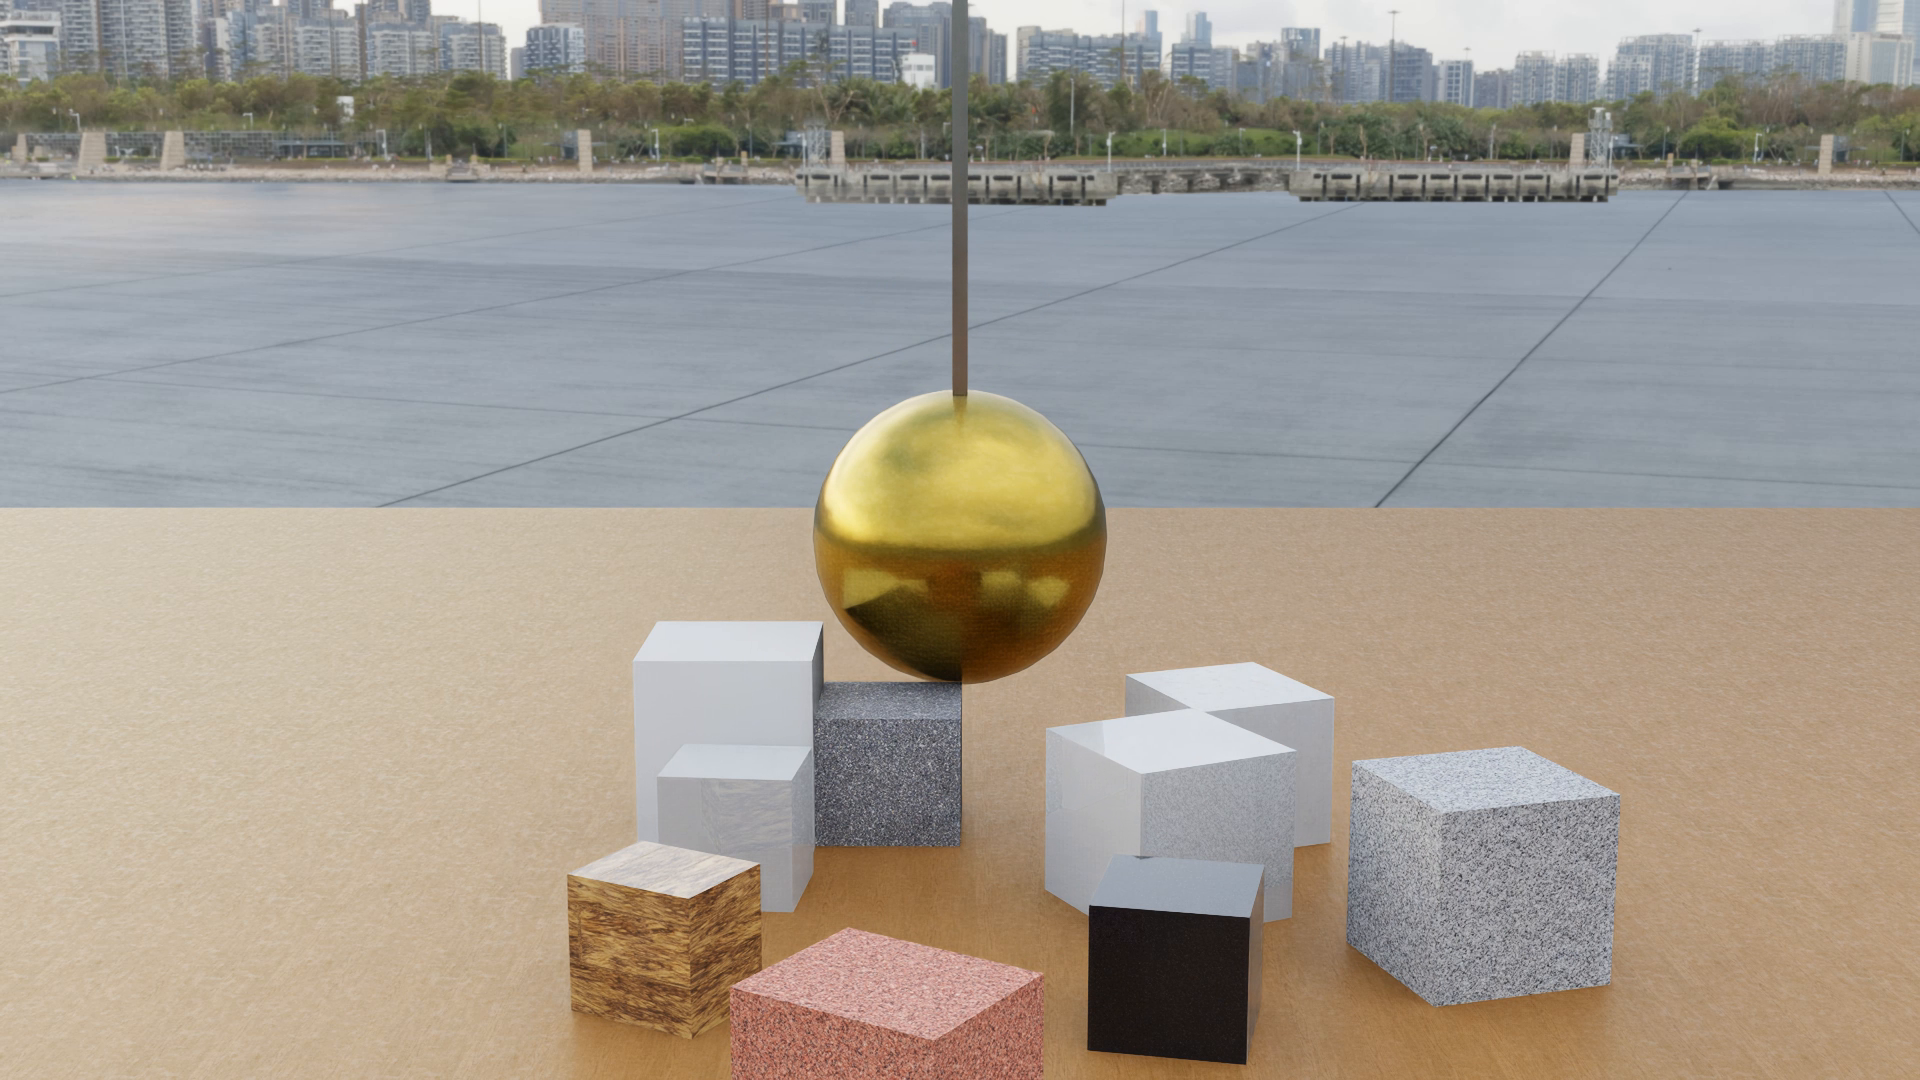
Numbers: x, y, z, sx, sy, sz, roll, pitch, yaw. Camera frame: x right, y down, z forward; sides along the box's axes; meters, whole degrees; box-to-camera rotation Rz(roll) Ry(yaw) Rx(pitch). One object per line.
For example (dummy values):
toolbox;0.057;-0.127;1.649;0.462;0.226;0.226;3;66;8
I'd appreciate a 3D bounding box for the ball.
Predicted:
ball;0.000;-0.017;11.925;1.600;1.600;1.600;0;10;0

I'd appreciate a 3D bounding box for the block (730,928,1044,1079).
block;-0.236;1.832;7.286;0.798;0.789;0.659;7;12;32

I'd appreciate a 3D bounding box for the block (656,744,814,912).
block;-1.050;1.349;10.380;0.625;0.631;0.565;1;10;6

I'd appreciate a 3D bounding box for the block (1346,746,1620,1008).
block;2.227;1.420;9.440;0.830;0.829;0.786;-3;11;-17

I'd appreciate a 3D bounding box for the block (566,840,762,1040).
block;-1.204;1.624;9.003;0.606;0.584;0.493;6;12;29

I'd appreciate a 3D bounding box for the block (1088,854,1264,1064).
block;0.870;1.659;8.779;0.619;0.595;0.636;2;11;13

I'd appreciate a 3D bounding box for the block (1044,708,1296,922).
block;0.961;1.305;10.183;0.821;0.790;0.849;-5;12;-26

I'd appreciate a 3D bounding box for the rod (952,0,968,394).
rod;0.000;-3.262;10.911;0.080;5.200;0.080;0;17;0

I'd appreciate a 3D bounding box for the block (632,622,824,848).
block;-1.170;0.996;11.354;0.882;0.978;0.904;0;10;0

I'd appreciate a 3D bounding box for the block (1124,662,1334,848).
block;1.370;1.117;11.310;0.757;0.755;0.829;-4;11;-22

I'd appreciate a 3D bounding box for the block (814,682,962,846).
block;-0.359;1.149;11.399;0.732;0.661;0.771;0;10;1
